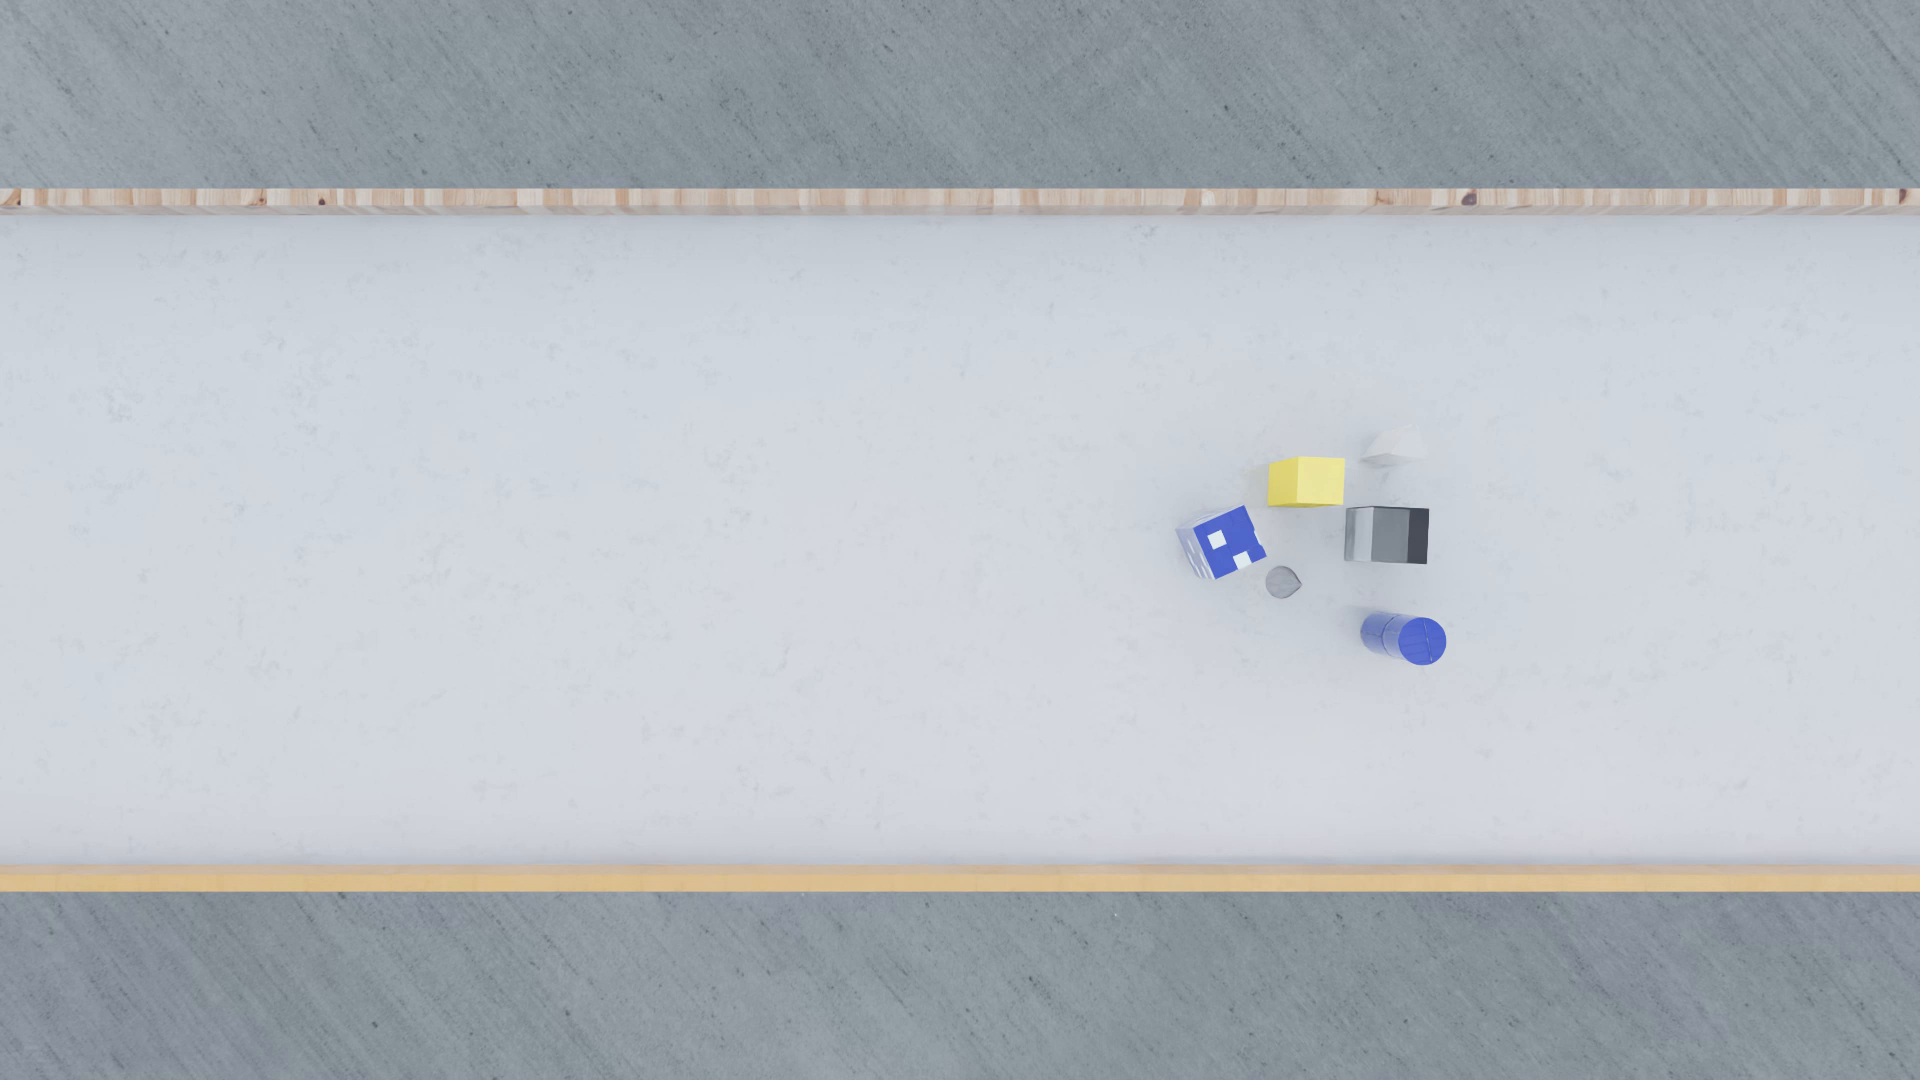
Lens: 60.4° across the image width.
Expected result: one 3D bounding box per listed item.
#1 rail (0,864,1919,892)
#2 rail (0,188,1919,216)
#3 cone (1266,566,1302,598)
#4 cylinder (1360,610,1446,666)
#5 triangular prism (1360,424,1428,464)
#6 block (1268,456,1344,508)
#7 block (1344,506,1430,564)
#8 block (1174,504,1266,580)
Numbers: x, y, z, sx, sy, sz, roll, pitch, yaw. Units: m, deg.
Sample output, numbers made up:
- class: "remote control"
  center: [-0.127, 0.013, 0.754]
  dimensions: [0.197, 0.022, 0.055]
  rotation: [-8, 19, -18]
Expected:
- class: "rail"
  center: [-2.247, 1.025, 5.001]
  dimensions: [12.000, 0.150, 0.050]
  rotation: [0, 90, 0]
- class: "rail"
  center: [-2.247, -1.025, 5.002]
  dimensions: [12.000, 0.150, 0.050]
  rotation: [0, 90, 0]
- class: "cone"
  center: [0.990, 0.130, 4.921]
  dimensions: [0.100, 0.310, 0.100]
  rotation: [0, 90, 0]
- class: "cylinder"
  center: [1.300, 0.285, 4.857]
  dimensions: [0.136, 0.439, 0.136]
  rotation: [0, 90, 0]
- class: "triangular prism"
  center: [1.292, -0.286, 4.896]
  dimensions: [0.108, 0.362, 0.093]
  rotation: [9, 90, 0]
- class: "block"
  center: [1.014, -0.167, 4.856]
  dimensions: [0.130, 0.441, 0.130]
  rotation: [3, 90, 0]
- class: "block"
  center: [1.266, -0.014, 4.910]
  dimensions: [0.161, 0.334, 0.161]
  rotation: [3, 90, 0]
- class: "block"
  center: [0.766, 0.006, 4.878]
  dimensions: [0.160, 0.396, 0.160]
  rotation: [-24, 90, 0]
